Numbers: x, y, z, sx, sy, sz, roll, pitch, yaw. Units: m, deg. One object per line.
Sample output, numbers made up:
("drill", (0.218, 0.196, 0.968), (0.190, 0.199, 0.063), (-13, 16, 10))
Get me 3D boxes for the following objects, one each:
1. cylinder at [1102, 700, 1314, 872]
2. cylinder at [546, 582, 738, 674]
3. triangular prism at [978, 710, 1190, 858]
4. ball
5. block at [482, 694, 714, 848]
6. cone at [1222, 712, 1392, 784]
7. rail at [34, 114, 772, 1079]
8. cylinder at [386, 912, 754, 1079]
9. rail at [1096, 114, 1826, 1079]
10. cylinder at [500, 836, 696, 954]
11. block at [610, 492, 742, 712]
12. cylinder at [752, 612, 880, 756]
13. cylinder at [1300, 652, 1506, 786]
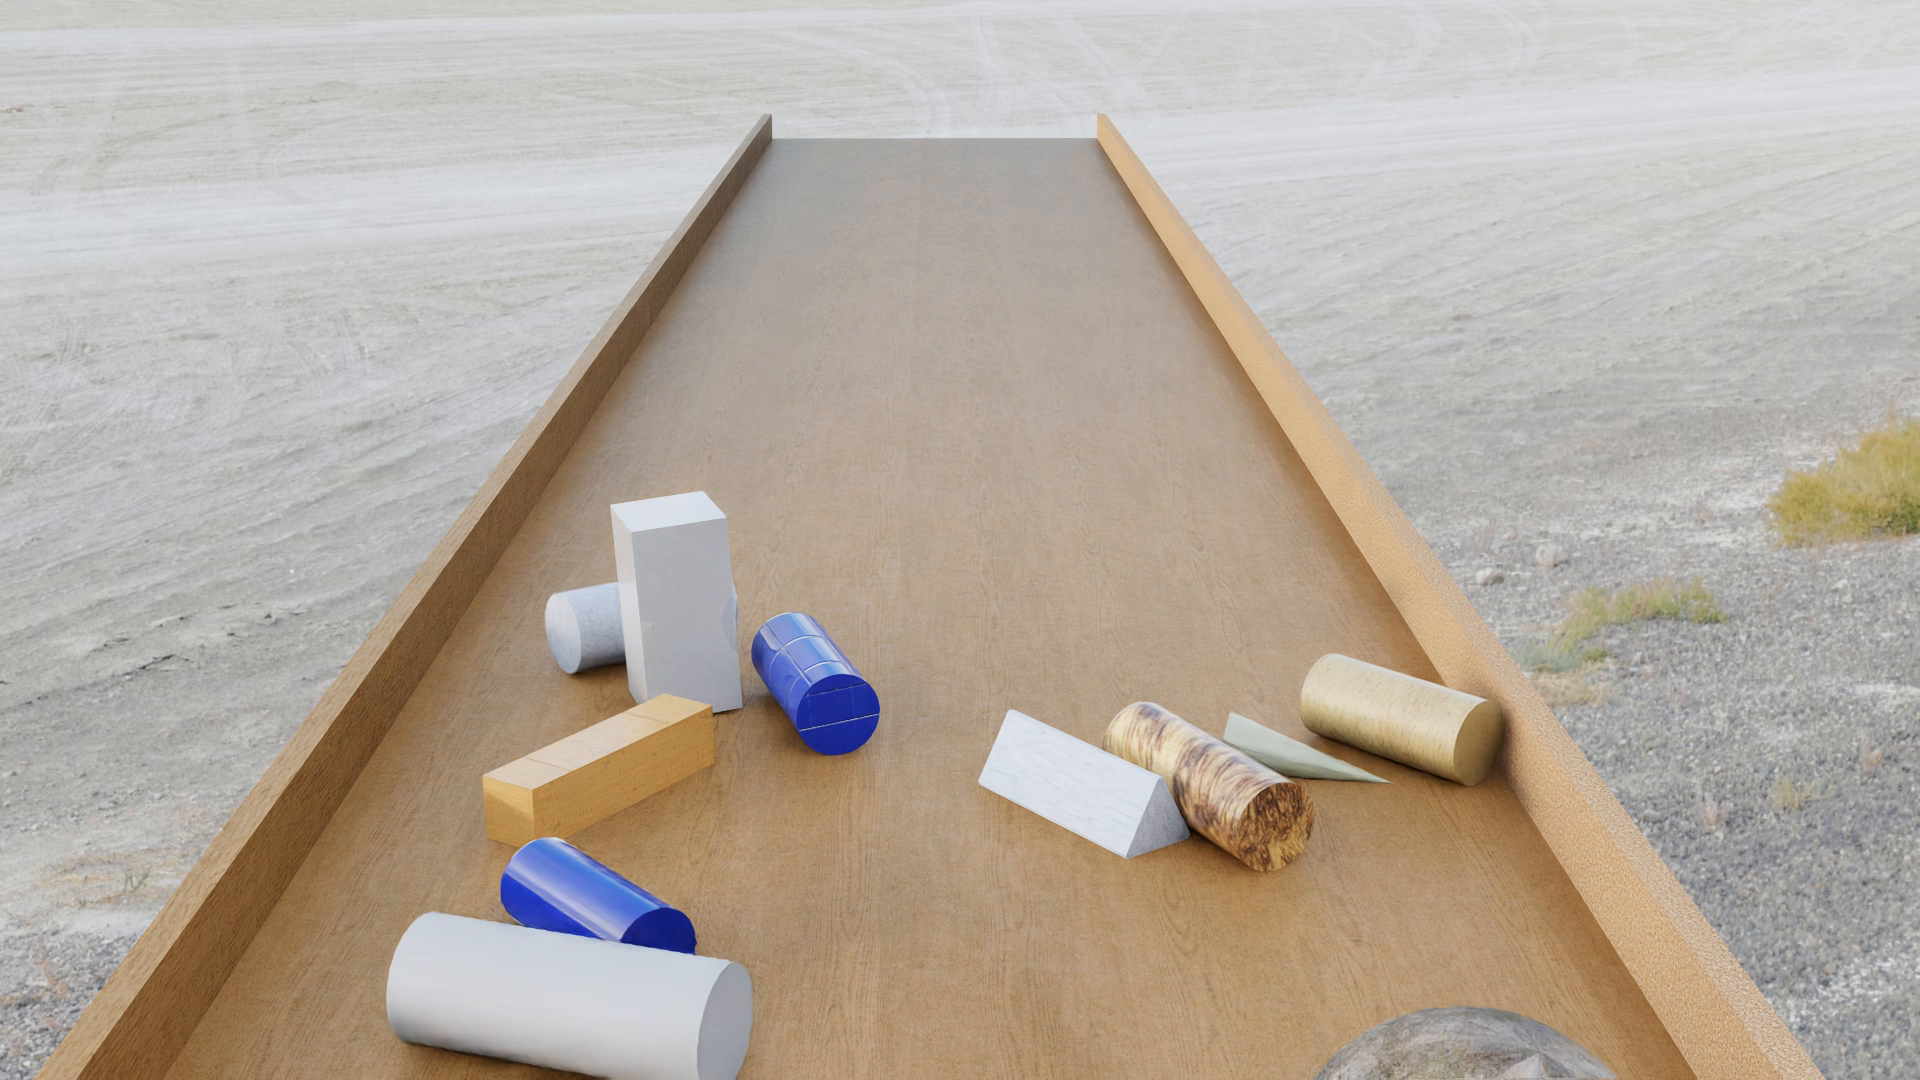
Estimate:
("cylinder", (0.402, 0.399, 3.623), (0.150, 0.150, 0.405), (-8, 19, -26))
("cylinder", (-0.637, 0.156, 4.420), (0.350, 0.161, 0.161), (-11, 20, -34))
("triangular prism", (0.204, 0.394, 3.678), (0.139, 0.121, 0.382), (-12, 21, -36))
("ball", (0.509, 0.664, 2.197), (0.390, 0.390, 0.390), (0, 17, 0))
("block", (-0.604, 0.388, 3.729), (0.109, 0.109, 0.450), (11, 20, 32))
("cone", (0.608, 0.387, 3.833), (0.303, 0.106, 0.106), (14, 19, 10))
("rail", (-1.118, -0.838, 7.780), (0.050, 0.150, 12.000), (0, 17, -1))
("cylinder", (-0.511, 0.606, 2.884), (0.446, 0.173, 0.173), (6, 17, 18))
("rail", (0.932, -0.844, 7.801), (0.050, 0.150, 12.000), (0, 17, -1))
("cylinder", (-0.524, 0.542, 3.166), (0.136, 0.136, 0.312), (-14, 21, -38))
("block", (-0.531, 0.124, 4.122), (0.178, 0.377, 0.178), (-9, 20, -19))
("cylinder", (-0.272, 0.261, 4.079), (0.154, 0.154, 0.365), (-5, 17, -17))
("cylinder", (0.781, 0.315, 3.902), (0.153, 0.153, 0.332), (-15, 22, -40))
